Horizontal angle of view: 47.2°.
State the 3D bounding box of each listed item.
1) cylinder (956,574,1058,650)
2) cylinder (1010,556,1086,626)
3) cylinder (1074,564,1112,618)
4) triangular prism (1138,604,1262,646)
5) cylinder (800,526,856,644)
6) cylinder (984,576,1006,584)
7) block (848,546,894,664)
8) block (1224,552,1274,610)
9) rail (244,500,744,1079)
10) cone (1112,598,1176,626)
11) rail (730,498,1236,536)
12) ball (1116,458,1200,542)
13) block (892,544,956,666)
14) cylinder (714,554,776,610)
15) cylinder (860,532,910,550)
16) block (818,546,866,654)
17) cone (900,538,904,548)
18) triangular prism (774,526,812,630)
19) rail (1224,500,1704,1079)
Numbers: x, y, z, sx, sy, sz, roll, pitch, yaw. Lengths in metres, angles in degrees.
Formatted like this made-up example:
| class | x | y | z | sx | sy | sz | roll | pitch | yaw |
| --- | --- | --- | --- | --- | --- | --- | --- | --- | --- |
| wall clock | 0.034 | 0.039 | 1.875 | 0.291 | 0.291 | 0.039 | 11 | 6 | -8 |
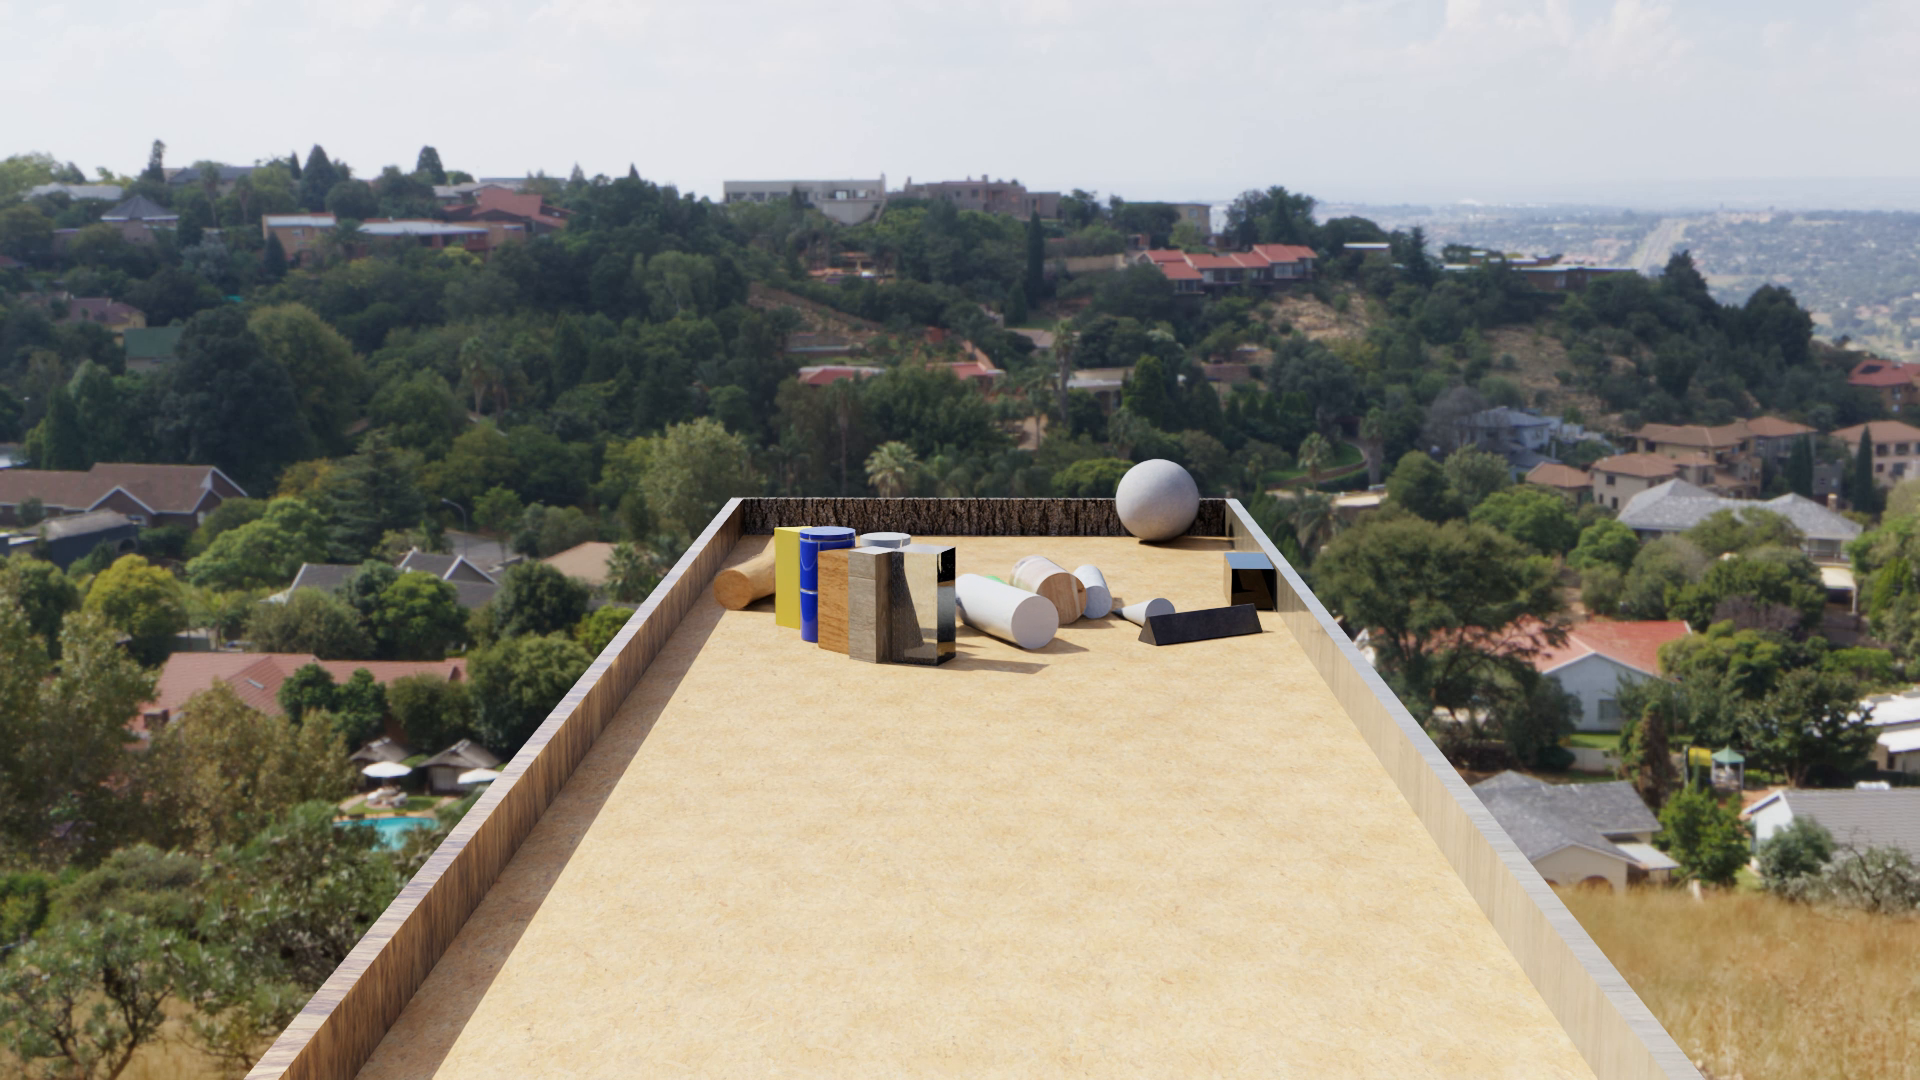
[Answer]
| class | x | y | z | sx | sy | sz | roll | pitch | yaw |
| --- | --- | --- | --- | --- | --- | --- | --- | --- | --- |
| cylinder | 0.132 | 0.225 | 7.047 | 0.169 | 0.169 | 0.450 | -5 | 10 | -27 |
| cylinder | 0.294 | 0.166 | 7.395 | 0.177 | 0.177 | 0.357 | -2 | 9 | -12 |
| cylinder | 0.451 | 0.175 | 7.544 | 0.113 | 0.113 | 0.412 | 0 | 9 | 0 |
| triangular prism | 0.772 | 0.266 | 7.044 | 0.423 | 0.086 | 0.099 | -5 | 11 | -31 |
| cylinder | -0.420 | 0.142 | 7.000 | 0.177 | 0.348 | 0.177 | 0 | 9 | 0 |
| cylinder | 0.153 | 0.204 | 7.403 | 0.100 | 0.100 | 0.432 | -2 | 9 | -13 |
| block | -0.261 | 0.197 | 6.698 | 0.111 | 0.335 | 0.111 | 8 | 12 | 40 |
| block | 1.002 | 0.142 | 7.655 | 0.143 | 0.143 | 0.340 | 0 | 9 | 2 |
| rail | -1.004 | 0.839 | 3.234 | 0.050 | 0.150 | 12.000 | 0 | 9 | 1 |
| cone | 0.578 | 0.244 | 7.294 | 0.113 | 0.113 | 0.382 | -4 | 1 | -22 |
| rail | 0.099 | -0.098 | 9.147 | 2.100 | 0.150 | 0.050 | 0 | 9 | 1 |
| ball | 0.802 | -0.159 | 8.932 | 0.339 | 0.339 | 0.339 | 0 | 9 | 0 |
| block | -0.110 | 0.196 | 6.681 | 0.149 | 0.342 | 0.149 | 4 | 10 | 22 |
| cylinder | -0.728 | 0.146 | 7.649 | 0.138 | 0.138 | 0.335 | 3 | 9 | 16 |
| cylinder | -0.243 | 0.136 | 7.189 | 0.164 | 0.301 | 0.164 | 0 | 9 | 0 |
| block | -0.319 | 0.188 | 6.849 | 0.175 | 0.304 | 0.175 | -8 | 12 | -42 |
| cone | -0.182 | 0.154 | 6.958 | 0.177 | 0.338 | 0.177 | 0 | 9 | 0 |
| triangular prism | -0.526 | 0.121 | 7.223 | 0.107 | 0.321 | 0.124 | -9 | 13 | -44 |
| rail | 1.046 | 0.843 | 3.208 | 0.050 | 0.150 | 12.000 | 0 | 9 | 1 |
